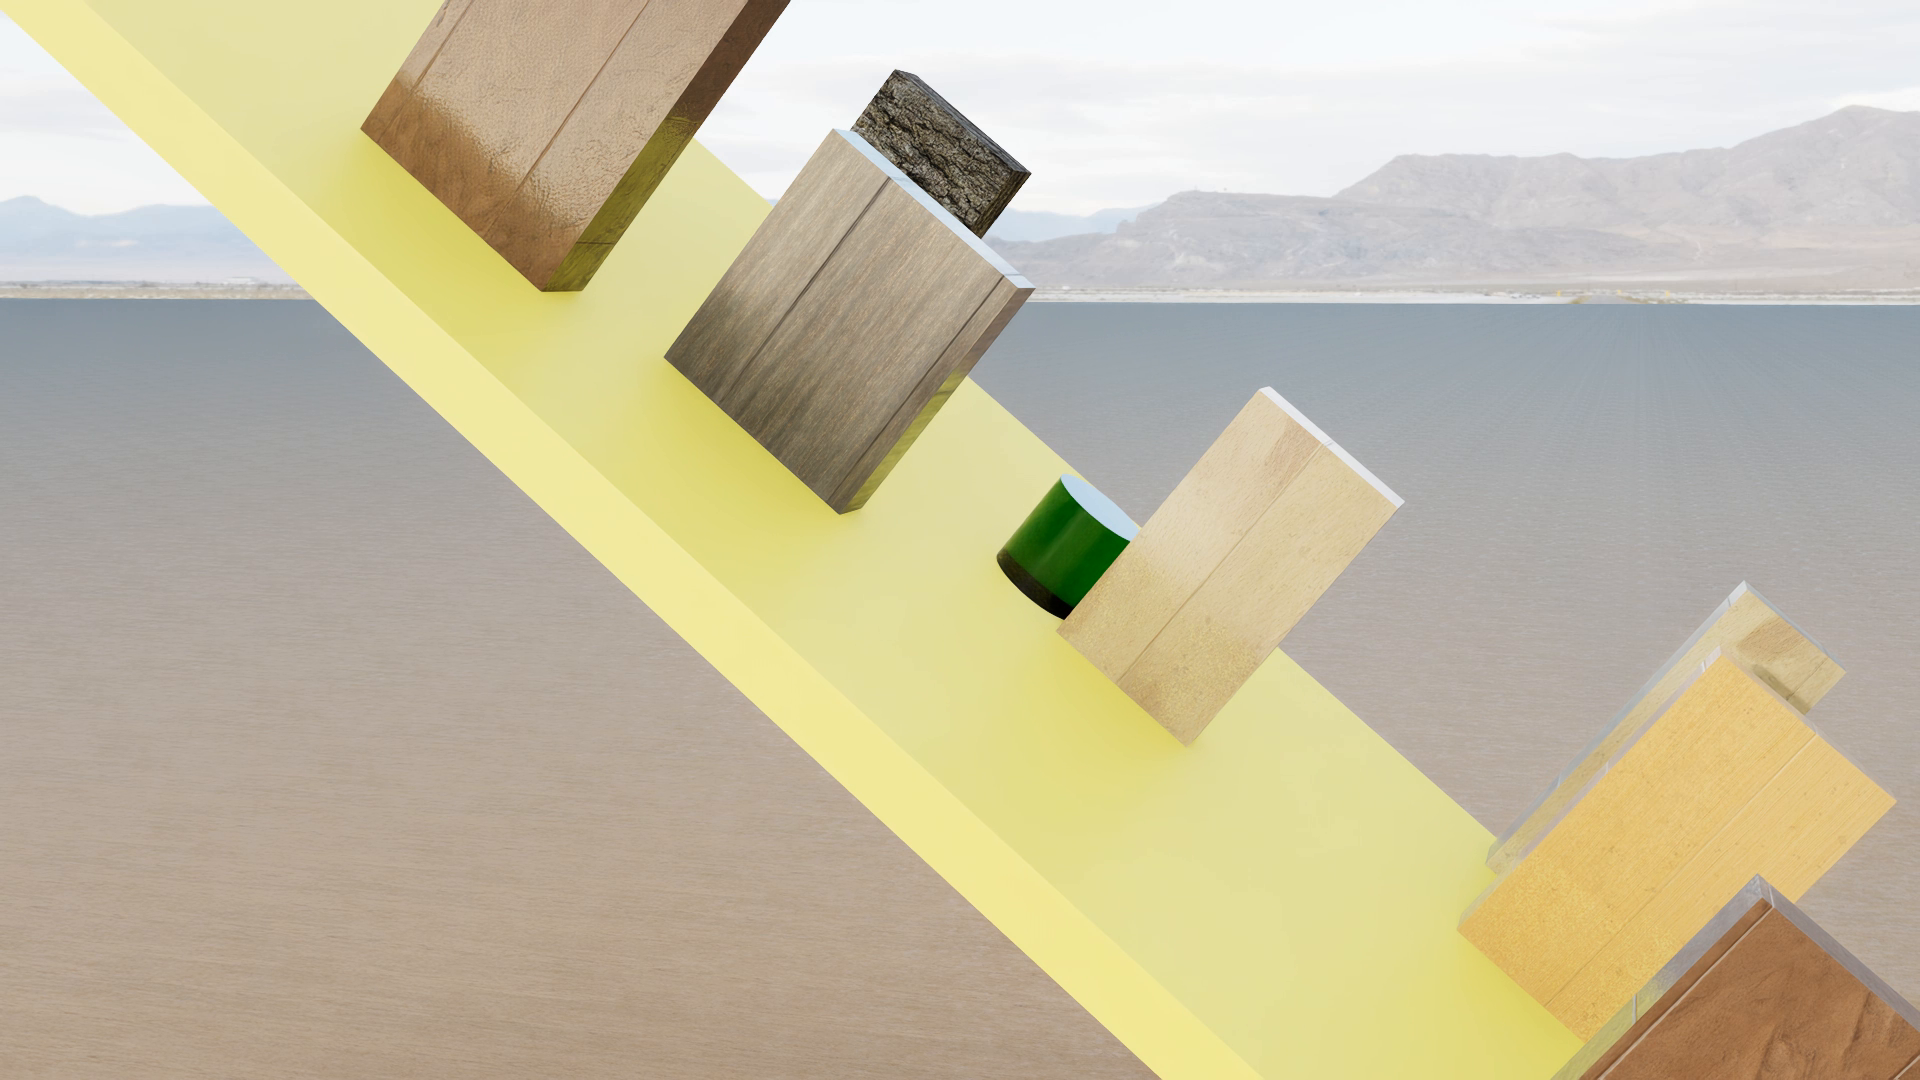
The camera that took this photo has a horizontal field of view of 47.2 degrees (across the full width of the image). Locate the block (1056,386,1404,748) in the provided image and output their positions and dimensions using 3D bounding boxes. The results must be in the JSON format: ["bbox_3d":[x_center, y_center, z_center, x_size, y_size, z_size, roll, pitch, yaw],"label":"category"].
[{"bbox_3d":[0.473,0.048,3.877,0.311,0.565,0.113,42,16,9],"label":"block"}]

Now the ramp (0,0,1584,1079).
[{"bbox_3d":[0.000,0.048,4.040,4.000,0.100,2.000,42,16,9],"label":"ramp"}]

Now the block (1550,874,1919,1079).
[{"bbox_3d":[0.958,0.770,2.912,0.290,0.612,0.120,42,16,9],"label":"block"}]

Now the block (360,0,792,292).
[{"bbox_3d":[-0.599,-0.821,3.587,0.423,0.722,0.148,42,16,9],"label":"block"}]

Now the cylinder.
[{"bbox_3d":[0.202,0.014,4.046,0.193,0.193,0.193,36,16,-12],"label":"cylinder"}]

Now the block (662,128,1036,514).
[{"bbox_3d":[-0.188,-0.363,3.679,0.409,0.487,0.110,42,16,9],"label":"block"}]

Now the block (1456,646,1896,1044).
[{"bbox_3d":[1.285,0.581,3.982,0.385,0.697,0.105,42,16,9],"label":"block"}]

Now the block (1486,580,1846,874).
[{"bbox_3d":[1.435,0.458,4.506,0.246,0.772,0.143,42,16,9],"label":"block"}]

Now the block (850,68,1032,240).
[{"bbox_3d":[-0.141,-0.687,4.642,0.332,0.493,0.139,42,16,9],"label":"block"}]
